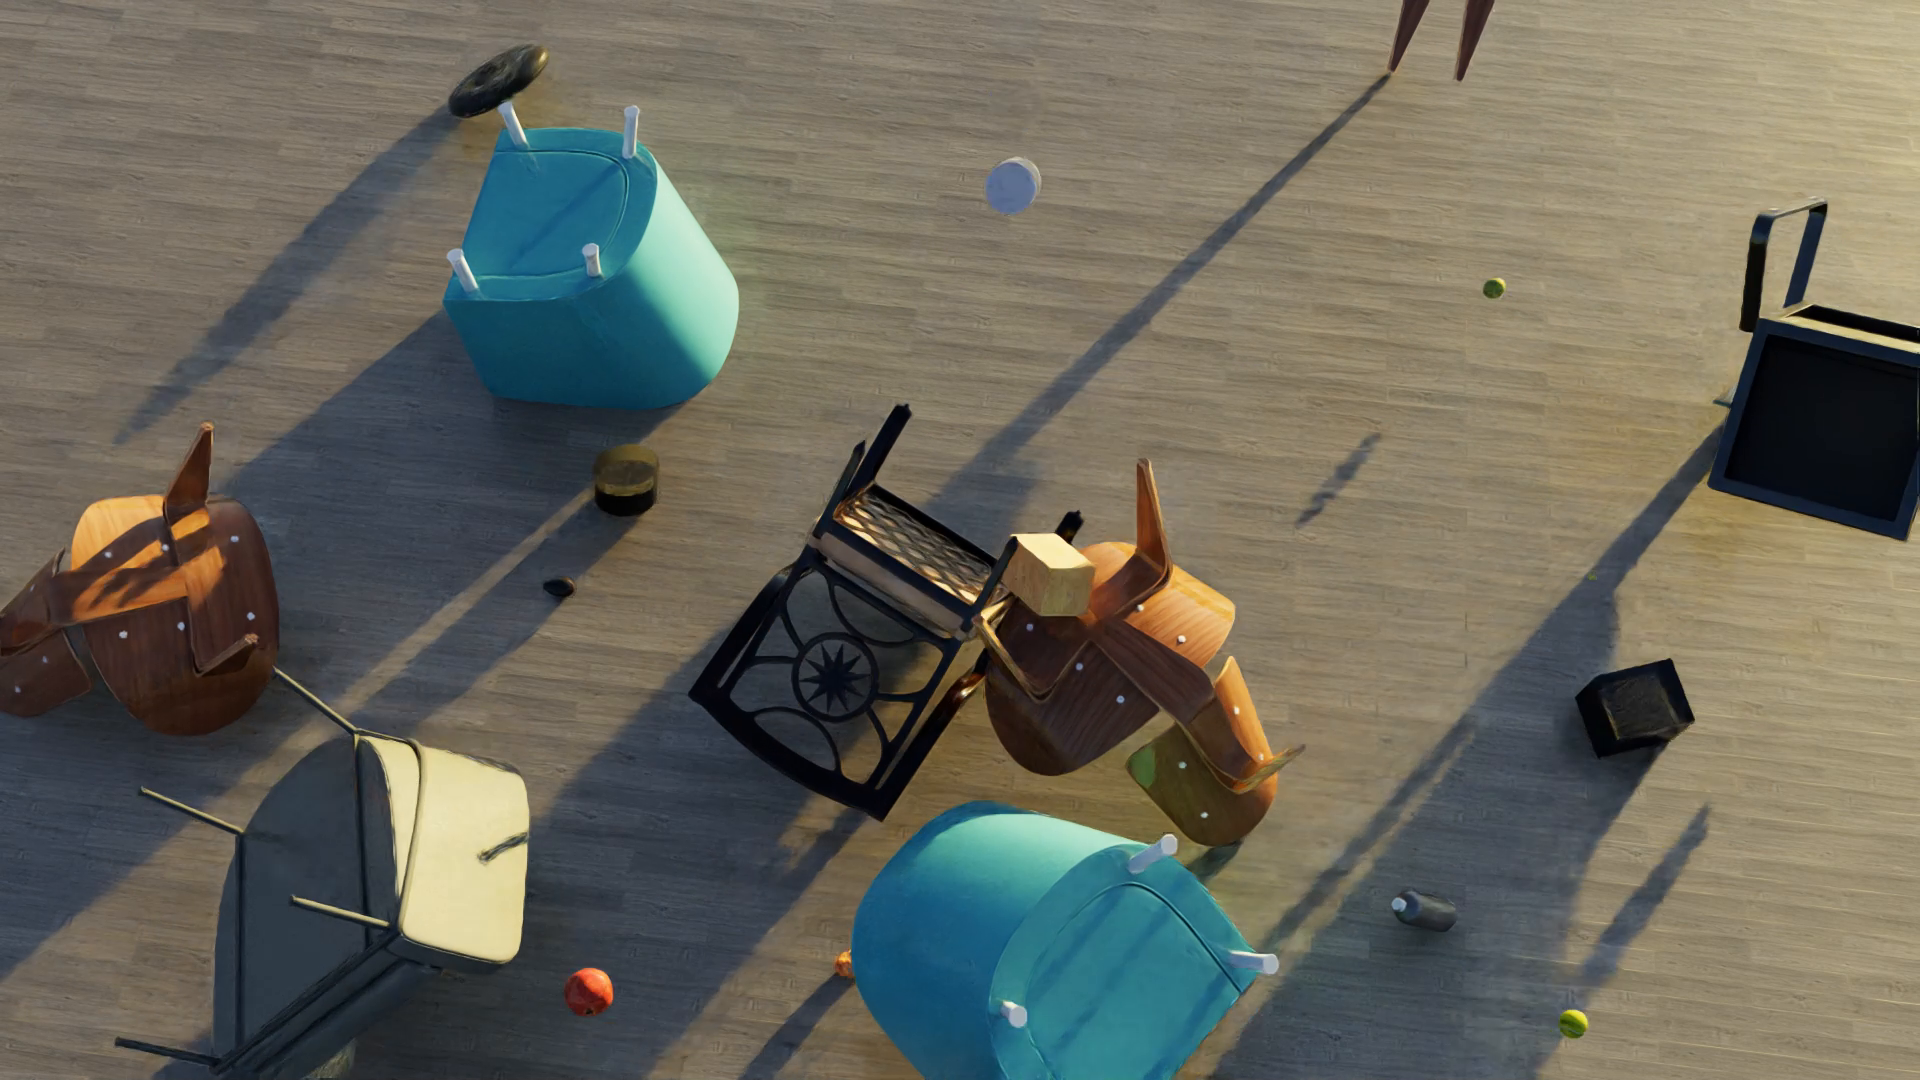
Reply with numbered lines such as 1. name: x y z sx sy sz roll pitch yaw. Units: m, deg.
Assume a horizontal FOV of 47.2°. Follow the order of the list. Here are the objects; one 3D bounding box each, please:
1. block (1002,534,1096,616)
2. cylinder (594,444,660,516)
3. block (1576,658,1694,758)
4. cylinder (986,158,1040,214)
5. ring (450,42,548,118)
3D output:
1. block: 0.233 0.091 5.800 0.141 0.138 0.216 -1 24 -29
2. cylinder: -1.000 -0.179 6.598 0.194 0.131 0.170 -14 52 -19
3. block: 1.875 0.470 6.119 0.219 0.197 0.183 -12 70 -8
4. cylinder: 0.162 -1.075 6.668 0.150 0.155 0.175 23 17 1
5. ring: -1.573 -1.569 7.495 0.402 0.082 0.358 -45 34 -21
